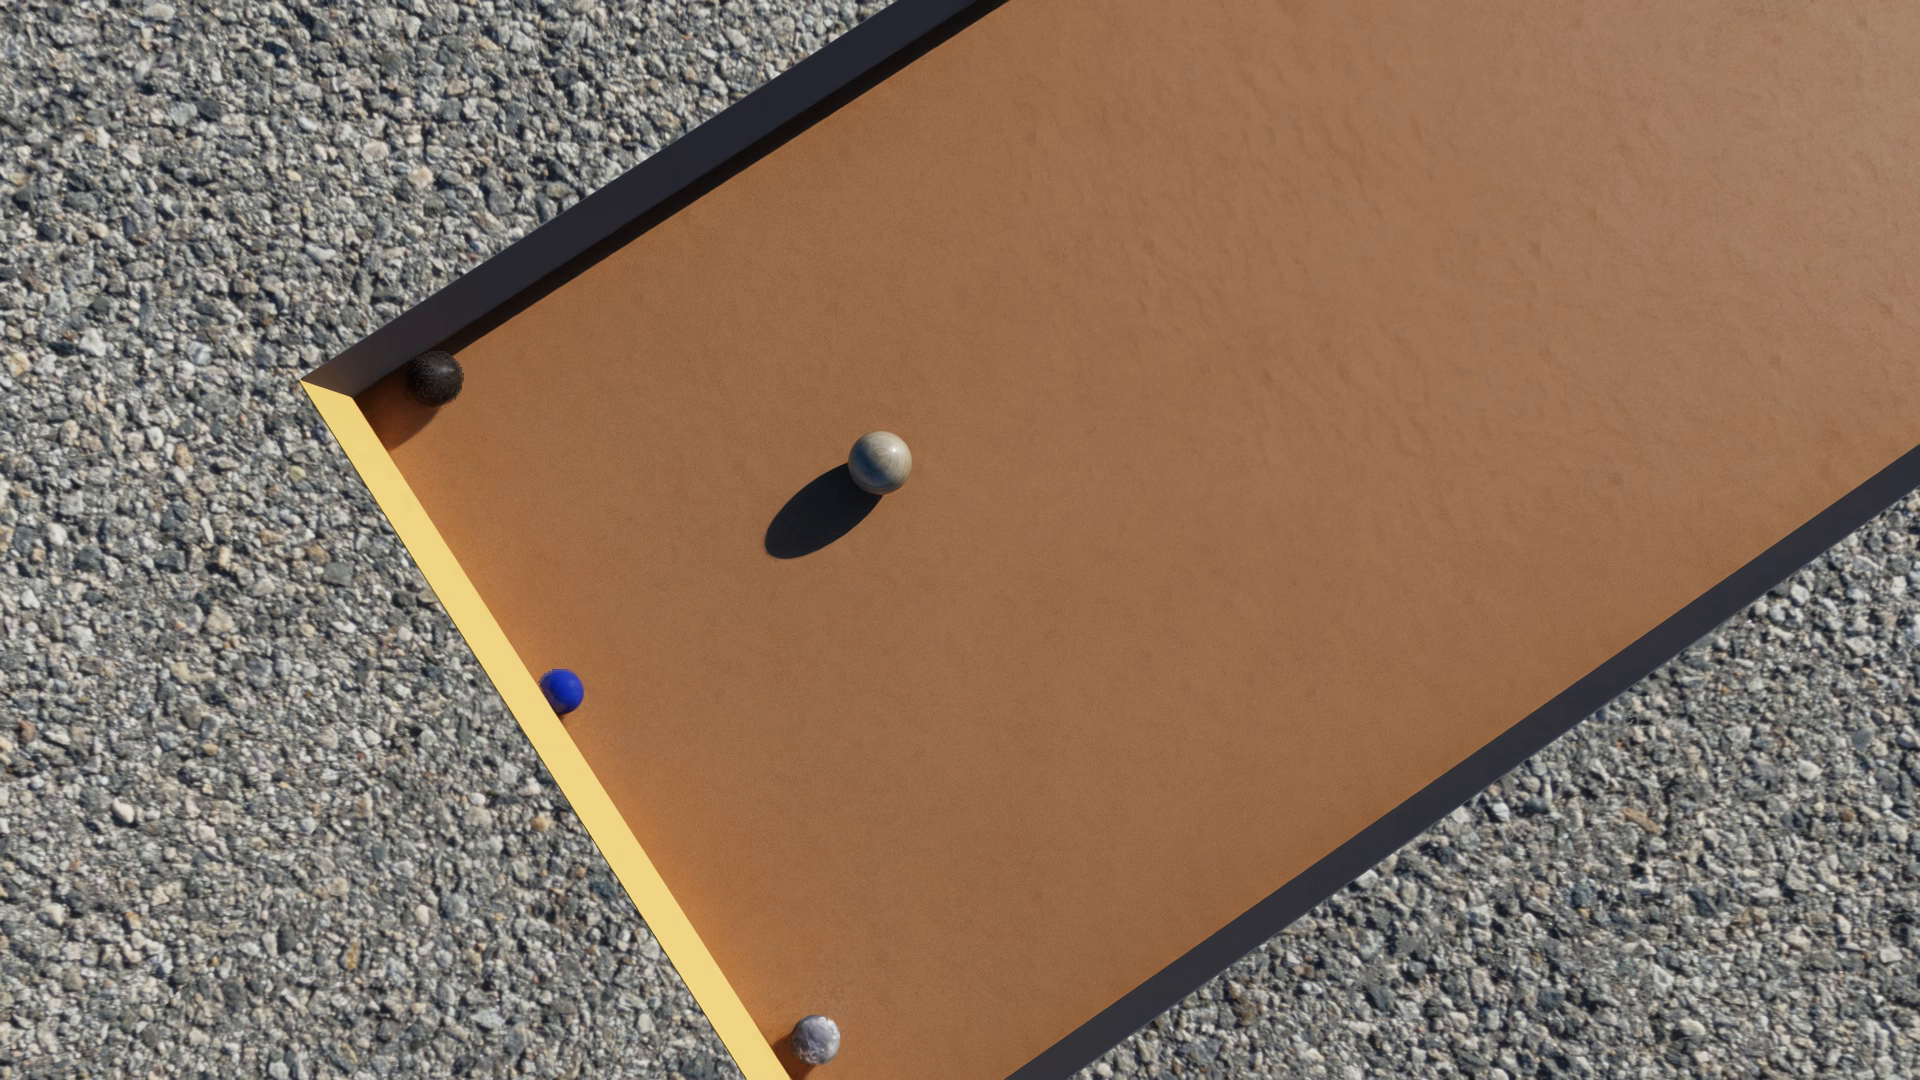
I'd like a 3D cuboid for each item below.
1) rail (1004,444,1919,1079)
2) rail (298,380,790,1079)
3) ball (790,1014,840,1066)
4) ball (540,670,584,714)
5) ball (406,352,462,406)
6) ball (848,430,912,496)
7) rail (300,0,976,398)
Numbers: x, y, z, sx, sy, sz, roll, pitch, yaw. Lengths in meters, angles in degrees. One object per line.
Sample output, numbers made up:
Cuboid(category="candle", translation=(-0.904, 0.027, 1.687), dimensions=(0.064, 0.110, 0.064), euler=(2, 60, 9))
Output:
Cuboid(category="rail", translation=(0.960, 0.196, 3.219), dimensions=(2.729, 0.126, 0.045), euler=(-34, 82, -5))
Cuboid(category="rail", translation=(-0.546, 0.358, 3.191), dimensions=(0.045, 0.126, 1.459), euler=(-34, 82, -5))
Cuboid(category="ball", translation=(-0.207, 0.718, 3.157), dimensions=(0.071, 0.071, 0.071), euler=(0, 80, 0))
Cuboid(category="ball", translation=(-0.588, 0.225, 3.245), dimensions=(0.066, 0.066, 0.066), euler=(0, 80, 0))
Cuboid(category="ball", translation=(-0.794, -0.242, 3.318), dimensions=(0.082, 0.082, 0.082), euler=(0, 80, 0))
Cuboid(category="ball", translation=(-0.120, -0.115, 3.288), dimensions=(0.097, 0.097, 0.097), euler=(0, 80, 0))
Cuboid(category="rail", translation=(0.171, -0.957, 3.418), dimensions=(2.729, 0.126, 0.045), euler=(-34, 82, -5))
